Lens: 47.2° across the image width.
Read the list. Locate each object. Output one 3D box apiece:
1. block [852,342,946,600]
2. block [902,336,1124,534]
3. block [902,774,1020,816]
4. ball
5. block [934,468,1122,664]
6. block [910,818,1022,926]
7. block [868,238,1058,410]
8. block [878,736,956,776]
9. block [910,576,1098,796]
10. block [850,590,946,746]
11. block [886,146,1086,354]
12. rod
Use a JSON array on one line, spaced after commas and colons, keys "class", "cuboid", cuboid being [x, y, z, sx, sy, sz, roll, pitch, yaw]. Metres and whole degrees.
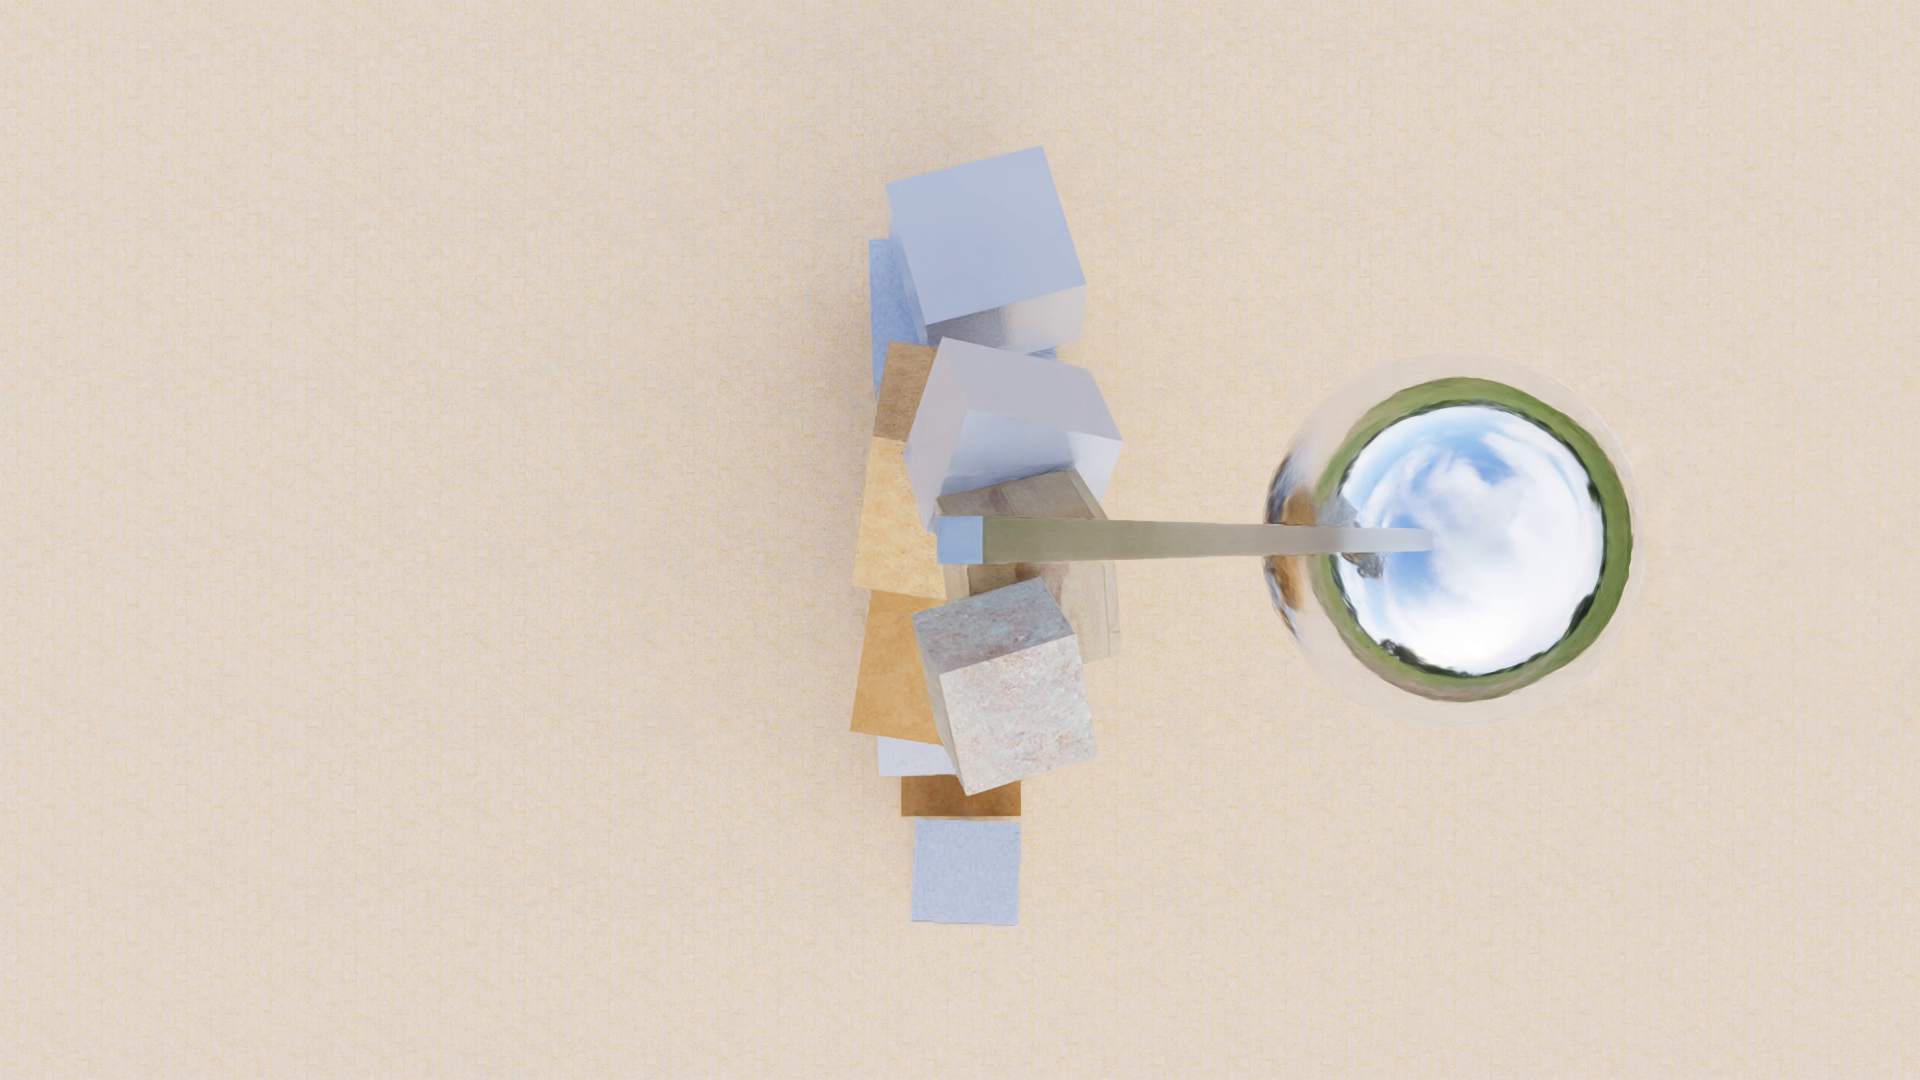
[{"class": "block", "cuboid": [-0.012, -0.276, 9.571, 0.764, 0.732, 0.800, 9, 128, -2]}, {"class": "block", "cuboid": [0.194, -0.358, 8.598, 0.628, 0.608, 0.542, 11, 119, -17]}, {"class": "block", "cuboid": [0.005, 1.241, 12.707, 0.674, 0.587, 0.642, 0, 90, 0]}, {"class": "ball", "cuboid": [2.074, 0.000, 9.311, 1.600, 1.600, 1.600, 0, 90, 0]}, {"class": "block", "cuboid": [0.255, 0.136, 8.212, 0.551, 0.460, 0.565, -12, 121, -10]}, {"class": "block", "cuboid": [0.028, 1.878, 12.378, 0.585, 0.617, 0.551, 2, 79, -1]}, {"class": "block", "cuboid": [0.017, -1.009, 11.089, 0.891, 0.818, 0.757, -3, 70, 0]}, {"class": "block", "cuboid": [-0.008, 0.754, 11.005, 0.792, 0.652, 0.711, -1, 96, 0]}, {"class": "block", "cuboid": [0.157, 0.517, 7.852, 0.493, 0.436, 0.520, -16, 120, -8]}, {"class": "block", "cuboid": [-0.029, 0.446, 10.211, 0.808, 0.796, 0.834, 9, 100, -1]}, {"class": "block", "cuboid": [0.120, -1.314, 10.444, 0.760, 0.600, 0.752, -15, 71, -4]}, {"class": "rod", "cuboid": [0.899, 0.000, 6.121, 0.080, 5.200, 0.080, 0, 90, 20]}]
